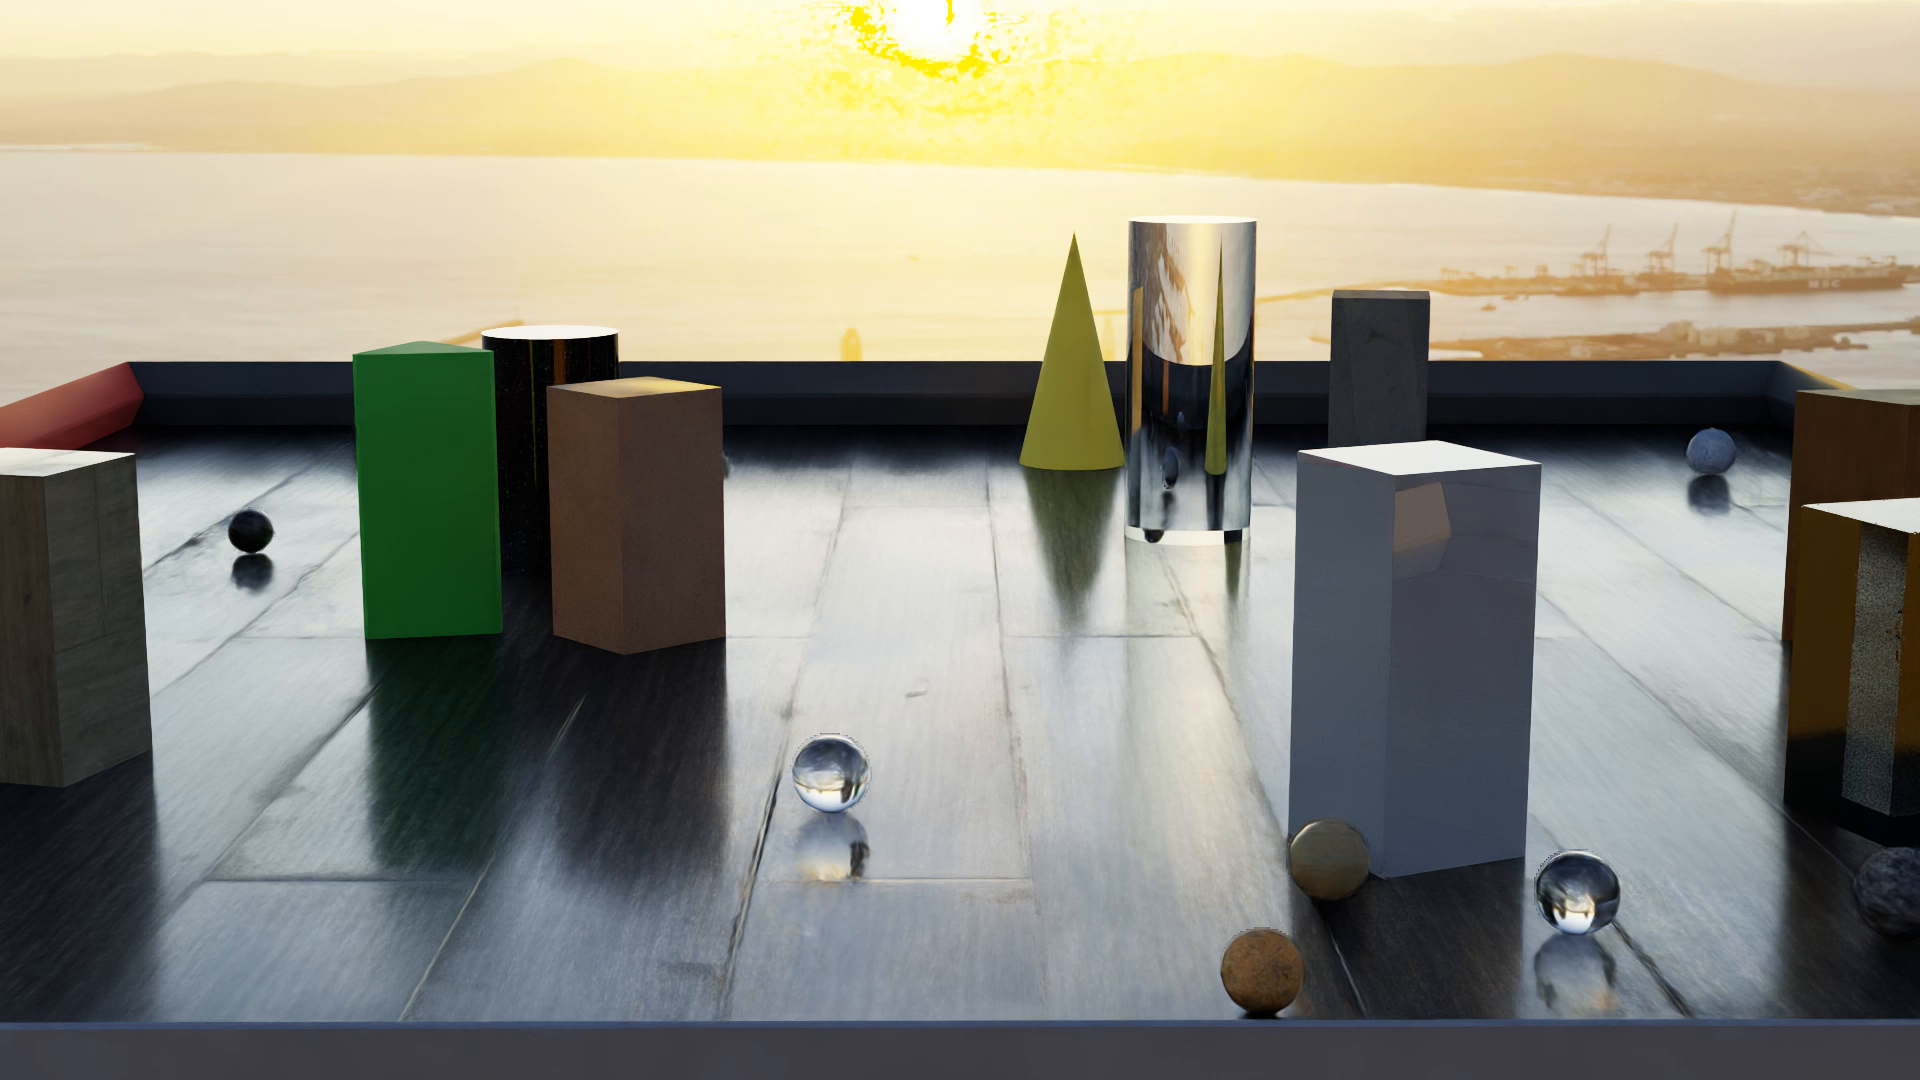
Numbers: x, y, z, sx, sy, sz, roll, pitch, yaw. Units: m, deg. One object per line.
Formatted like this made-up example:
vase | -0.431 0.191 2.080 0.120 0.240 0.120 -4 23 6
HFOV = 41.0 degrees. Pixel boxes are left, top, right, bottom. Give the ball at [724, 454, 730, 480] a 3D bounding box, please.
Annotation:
ball | -0.440 -0.126 4.457 0.078 0.078 0.078 0 10 0

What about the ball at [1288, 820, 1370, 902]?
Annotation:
ball | 0.326 0.283 2.264 0.071 0.071 0.071 0 10 0

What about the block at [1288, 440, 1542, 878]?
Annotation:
block | 0.422 0.106 2.398 0.159 0.371 0.159 -5 12 -25

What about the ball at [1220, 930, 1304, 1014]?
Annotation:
ball | 0.235 0.336 1.996 0.065 0.065 0.065 0 10 0

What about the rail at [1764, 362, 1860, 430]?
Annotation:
rail | 1.669 0.032 3.458 0.045 0.129 3.693 0 10 0

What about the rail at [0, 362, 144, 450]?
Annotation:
rail | -1.669 0.035 3.439 0.045 0.129 3.693 0 10 0

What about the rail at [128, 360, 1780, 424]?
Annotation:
rail | -0.011 -0.298 5.241 3.386 0.129 0.045 0 10 0

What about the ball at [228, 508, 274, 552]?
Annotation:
ball | -1.073 -0.014 3.880 0.067 0.067 0.067 0 10 0

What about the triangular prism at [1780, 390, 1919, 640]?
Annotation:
triangular prism | 1.169 -0.027 3.252 0.149 0.321 0.172 -7 13 -35

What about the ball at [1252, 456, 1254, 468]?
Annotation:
ball | 0.481 -0.137 4.526 0.074 0.074 0.074 0 10 0

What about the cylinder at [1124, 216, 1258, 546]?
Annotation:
cylinder | 0.358 -0.252 3.996 0.199 0.493 0.199 0 10 0

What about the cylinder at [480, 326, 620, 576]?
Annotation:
cylinder | -0.597 -0.134 3.770 0.199 0.344 0.199 0 10 0

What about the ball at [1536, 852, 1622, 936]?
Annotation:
ball | 0.524 0.300 2.176 0.071 0.071 0.071 0 10 0

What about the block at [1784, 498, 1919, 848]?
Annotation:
block | 0.925 0.123 2.491 0.159 0.302 0.159 -4 11 -18

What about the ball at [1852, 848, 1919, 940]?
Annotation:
ball | 0.794 0.298 2.163 0.078 0.078 0.078 0 10 0

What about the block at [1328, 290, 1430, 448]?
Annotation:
block | 0.700 -0.235 4.295 0.159 0.352 0.159 2 11 9

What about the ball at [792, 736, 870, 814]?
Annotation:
ball | -0.127 0.231 2.531 0.076 0.076 0.076 0 10 0

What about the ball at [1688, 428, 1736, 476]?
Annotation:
ball | 1.352 -0.159 4.614 0.085 0.085 0.085 0 10 0

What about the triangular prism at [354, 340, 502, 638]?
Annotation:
triangular prism | -0.697 -0.070 3.358 0.172 0.367 0.149 -2 11 -12

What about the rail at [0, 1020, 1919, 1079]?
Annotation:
rail | 0.011 0.365 1.656 3.386 0.129 0.045 0 10 0

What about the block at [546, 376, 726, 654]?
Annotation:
block | -0.415 -0.036 3.292 0.159 0.324 0.159 -9 14 -41

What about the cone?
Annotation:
cone | 0.209 -0.357 4.736 0.199 0.430 0.199 0 10 0

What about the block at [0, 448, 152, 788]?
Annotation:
block | -0.970 0.077 2.688 0.159 0.322 0.159 3 11 16
